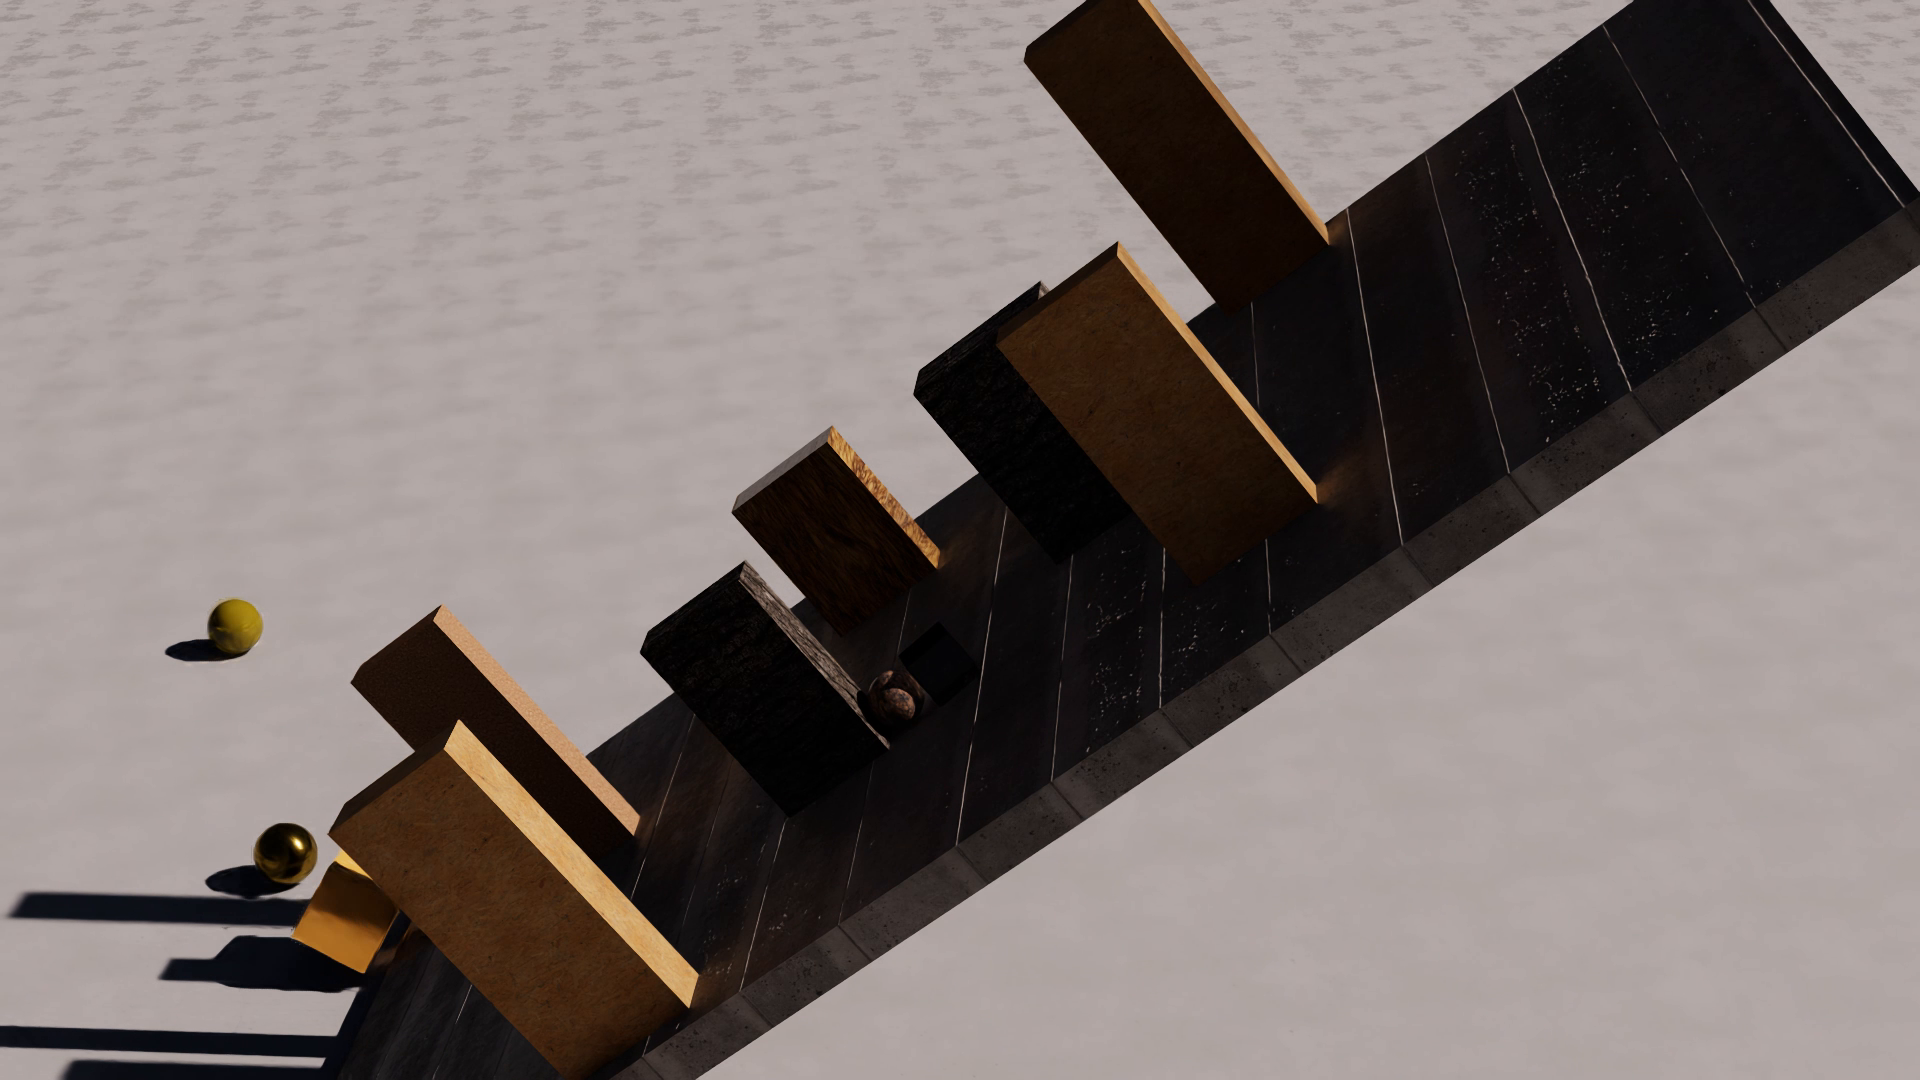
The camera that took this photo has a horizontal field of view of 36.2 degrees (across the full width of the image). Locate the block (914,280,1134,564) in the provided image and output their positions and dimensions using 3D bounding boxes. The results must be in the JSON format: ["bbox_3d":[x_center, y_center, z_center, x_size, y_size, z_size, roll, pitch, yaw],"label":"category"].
[{"bbox_3d":[0.189,-0.248,6.257,0.334,0.490,0.149,-36,16,18],"label":"block"}]

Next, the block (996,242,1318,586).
[{"bbox_3d":[0.374,-0.234,5.552,0.285,0.617,0.091,-36,16,18],"label":"block"}]

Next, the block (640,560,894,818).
[{"bbox_3d":[-0.400,0.313,6.119,0.271,0.482,0.106,-36,16,18],"label":"block"}]

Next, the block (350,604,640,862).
[{"bbox_3d":[-1.073,0.489,6.823,0.263,0.690,0.093,-36,16,18],"label":"block"}]

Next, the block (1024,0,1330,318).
[{"bbox_3d":[0.504,-0.913,6.808,0.290,0.773,0.142,-36,16,18],"label":"block"}]

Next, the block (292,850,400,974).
[{"bbox_3d":[-1.537,0.940,7.444,0.201,0.201,0.201,28,5,-5],"label":"block"}]

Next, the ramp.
[{"bbox_3d":[0.123,0.184,6.336,4.000,0.100,2.000,-36,16,18],"label":"ramp"}]

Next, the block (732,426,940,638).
[{"bbox_3d":[-0.290,-0.019,6.917,0.294,0.402,0.105,-36,16,18],"label":"block"}]

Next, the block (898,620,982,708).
[{"bbox_3d":[-0.042,0.258,6.122,0.112,0.112,0.112,-40,16,0],"label":"block"}]

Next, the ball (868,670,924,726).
[{"bbox_3d":[-0.133,0.329,6.127,0.119,0.119,0.119,0,23,0],"label":"ball"}]

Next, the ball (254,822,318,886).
[{"bbox_3d":[-1.803,0.839,7.866,0.169,0.169,0.169,0,23,0],"label":"ball"}]

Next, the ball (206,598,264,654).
[{"bbox_3d":[-2.261,0.269,9.177,0.171,0.171,0.171,0,23,0],"label":"ball"}]

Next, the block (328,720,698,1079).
[{"bbox_3d":[-0.859,0.708,5.698,0.305,0.704,0.123,-36,16,18],"label":"block"}]
